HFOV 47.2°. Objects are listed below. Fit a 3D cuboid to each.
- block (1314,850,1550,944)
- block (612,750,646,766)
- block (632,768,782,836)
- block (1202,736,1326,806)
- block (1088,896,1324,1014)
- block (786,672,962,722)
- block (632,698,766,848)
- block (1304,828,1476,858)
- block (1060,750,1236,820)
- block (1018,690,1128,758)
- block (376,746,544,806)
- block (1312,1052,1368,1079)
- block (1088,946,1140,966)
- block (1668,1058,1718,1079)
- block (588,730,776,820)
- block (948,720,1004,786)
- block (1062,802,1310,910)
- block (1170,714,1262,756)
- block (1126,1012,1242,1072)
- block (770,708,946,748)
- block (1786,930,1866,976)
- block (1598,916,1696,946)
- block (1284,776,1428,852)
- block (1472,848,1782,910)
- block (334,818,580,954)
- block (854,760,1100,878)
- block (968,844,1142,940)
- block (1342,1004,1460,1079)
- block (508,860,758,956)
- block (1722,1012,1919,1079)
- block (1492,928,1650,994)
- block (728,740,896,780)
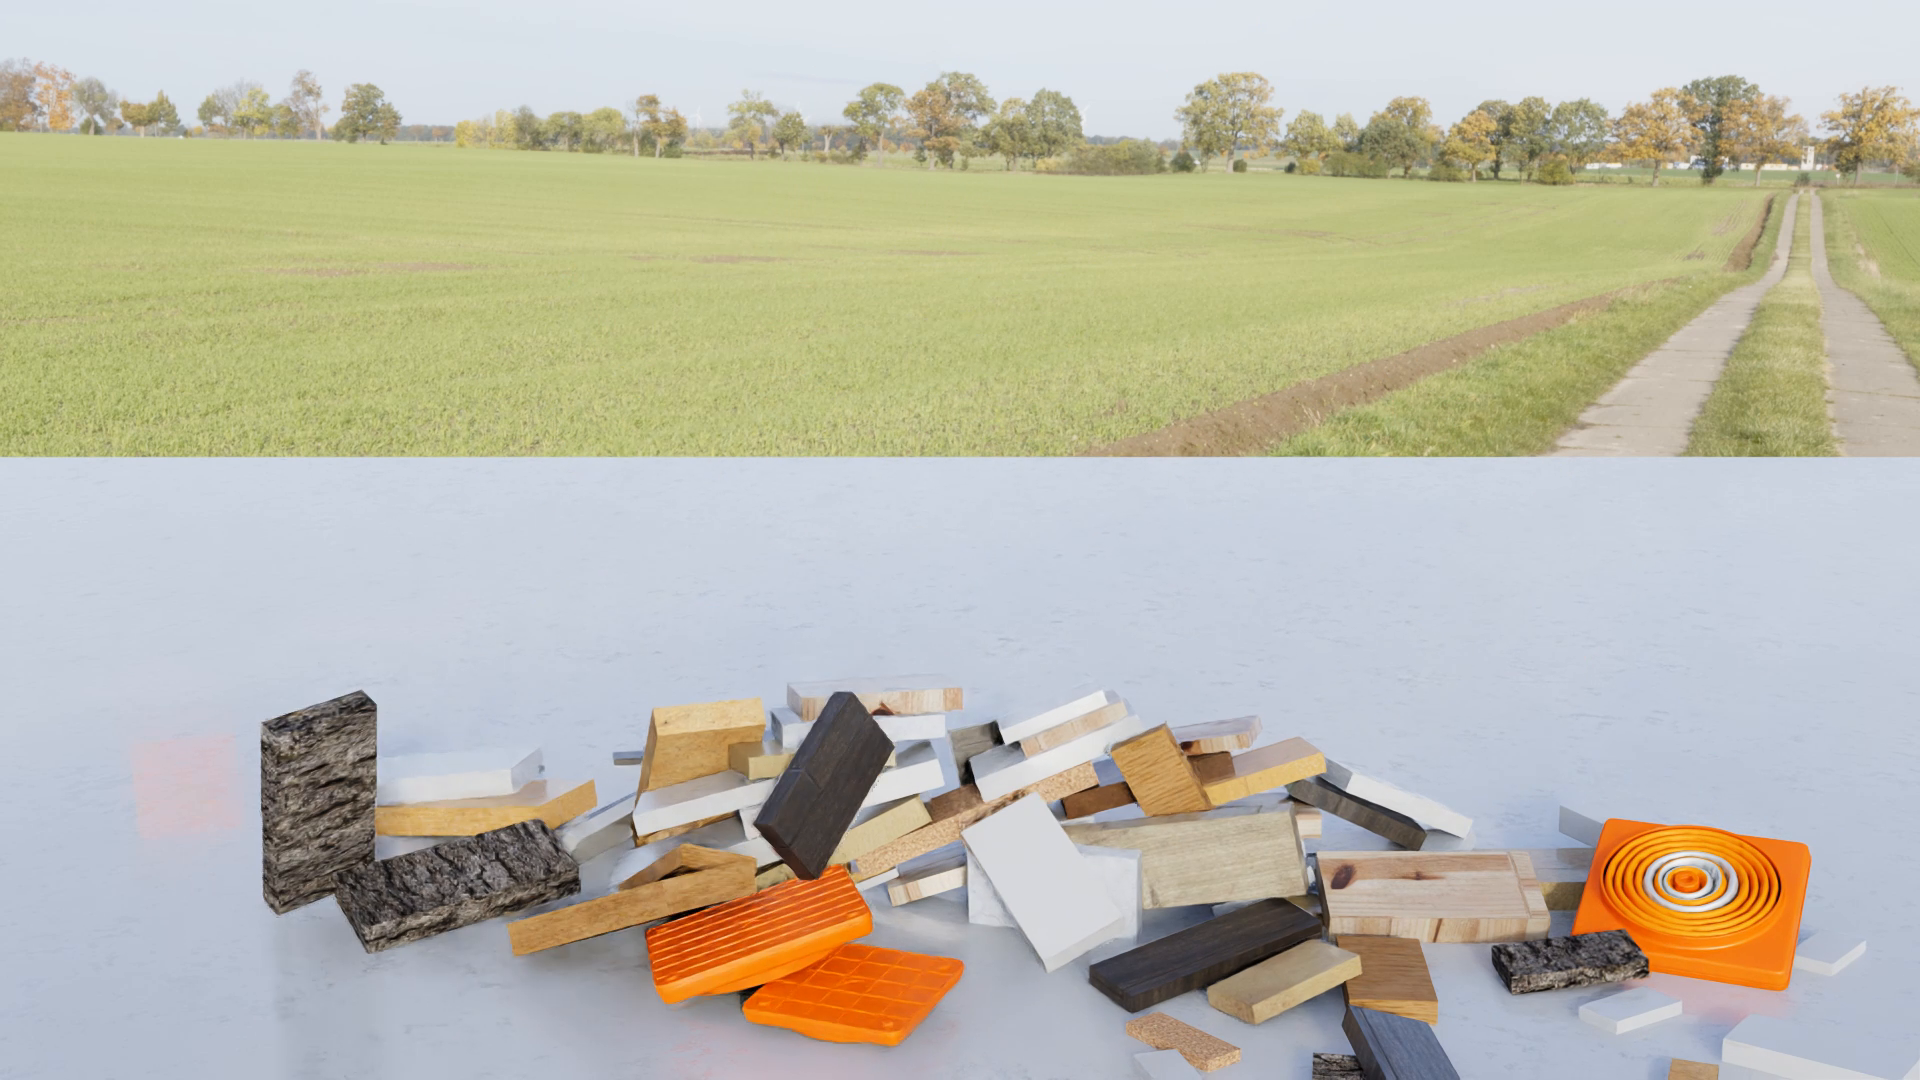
[{"bbox_3d":[0.749,0.569,3.508,0.342,0.048,0.171,0,29,1],"label":"block"},{"bbox_3d":[-0.649,0.440,4.439,0.102,0.014,0.051,-2,11,-11],"label":"block"},{"bbox_3d":[-0.409,0.421,3.623,0.247,0.035,0.123,-15,11,2],"label":"block"},{"bbox_3d":[0.477,0.391,3.670,0.239,0.034,0.120,-16,10,-8],"label":"block"},{"bbox_3d":[0.372,0.618,3.299,0.369,0.029,0.103,-14,23,-31],"label":"block"},{"bbox_3d":[-0.145,0.262,3.691,0.271,0.038,0.135,-3,8,-15],"label":"block"},{"bbox_3d":[-0.450,0.404,3.750,0.179,0.051,0.430,-5,-32,-17],"label":"block"},{"bbox_3d":[0.726,0.527,3.759,0.288,0.028,0.099,-6,12,30],"label":"block"},{"bbox_3d":[0.306,0.393,3.684,0.286,0.041,0.143,-15,10,-1],"label":"block"},{"bbox_3d":[0.183,0.304,3.652,0.182,0.026,0.091,-22,10,-2],"label":"block"},{"bbox_3d":[-0.962,0.437,4.049,0.348,0.049,0.174,-5,8,9],"label":"block"},{"bbox_3d":[0.499,0.735,2.812,0.100,0.028,0.310,2,11,10],"label":"block"},{"bbox_3d":[0.262,0.643,3.336,0.126,0.018,0.063,-8,13,-36],"label":"block"},{"bbox_3d":[0.969,0.722,2.912,0.060,0.017,0.121,4,11,22],"label":"block"},{"bbox_3d":[-0.533,0.468,4.270,0.070,0.020,0.722,3,11,24],"label":"block"},{"bbox_3d":[0.086,0.354,3.779,0.198,0.099,0.028,-13,3,-9],"label":"block"},{"bbox_3d":[0.312,0.509,3.475,0.457,0.138,0.039,-9,12,20],"label":"block"},{"bbox_3d":[0.406,0.332,3.678,0.182,0.026,0.091,-11,11,23],"label":"block"},{"bbox_3d":[0.309,0.696,3.051,0.063,0.018,0.165,-8,13,-37],"label":"block"},{"bbox_3d":[-0.172,0.305,3.665,0.271,0.038,0.135,-3,8,-13],"label":"block"},{"bbox_3d":[1.332,0.634,3.380,0.069,0.020,0.138,9,14,41],"label":"block"},{"bbox_3d":[1.083,0.617,3.472,0.138,0.020,0.069,1,11,7],"label":"block"},{"bbox_3d":[0.660,0.447,3.711,0.239,0.034,0.120,24,8,-7],"label":"block"},{"bbox_3d":[1.076,0.565,3.673,0.530,0.048,0.171,0,11,-2],"label":"block"},{"bbox_3d":[-0.808,0.552,3.537,0.348,0.049,0.174,-13,28,-28],"label":"block"},{"bbox_3d":[0.023,0.446,3.669,0.419,0.041,0.143,-22,10,1],"label":"block"},{"bbox_3d":[0.150,0.551,3.495,0.275,0.138,0.039,3,15,17],"label":"block"},{"bbox_3d":[0.590,0.695,2.891,0.115,0.033,0.260,14,13,-7],"label":"block"},{"bbox_3d":[-0.495,0.554,3.306,0.357,0.051,0.179,-21,-10,37],"label":"block"},{"bbox_3d":[1.168,0.701,2.981,0.230,0.033,0.115,8,13,37],"label":"block"},{"bbox_3d":[0.910,0.629,3.285,0.205,0.029,0.103,-7,16,-1],"label":"block"},{"bbox_3d":[-0.243,0.351,3.605,0.247,0.035,0.123,-3,7,-21],"label":"block"}]
